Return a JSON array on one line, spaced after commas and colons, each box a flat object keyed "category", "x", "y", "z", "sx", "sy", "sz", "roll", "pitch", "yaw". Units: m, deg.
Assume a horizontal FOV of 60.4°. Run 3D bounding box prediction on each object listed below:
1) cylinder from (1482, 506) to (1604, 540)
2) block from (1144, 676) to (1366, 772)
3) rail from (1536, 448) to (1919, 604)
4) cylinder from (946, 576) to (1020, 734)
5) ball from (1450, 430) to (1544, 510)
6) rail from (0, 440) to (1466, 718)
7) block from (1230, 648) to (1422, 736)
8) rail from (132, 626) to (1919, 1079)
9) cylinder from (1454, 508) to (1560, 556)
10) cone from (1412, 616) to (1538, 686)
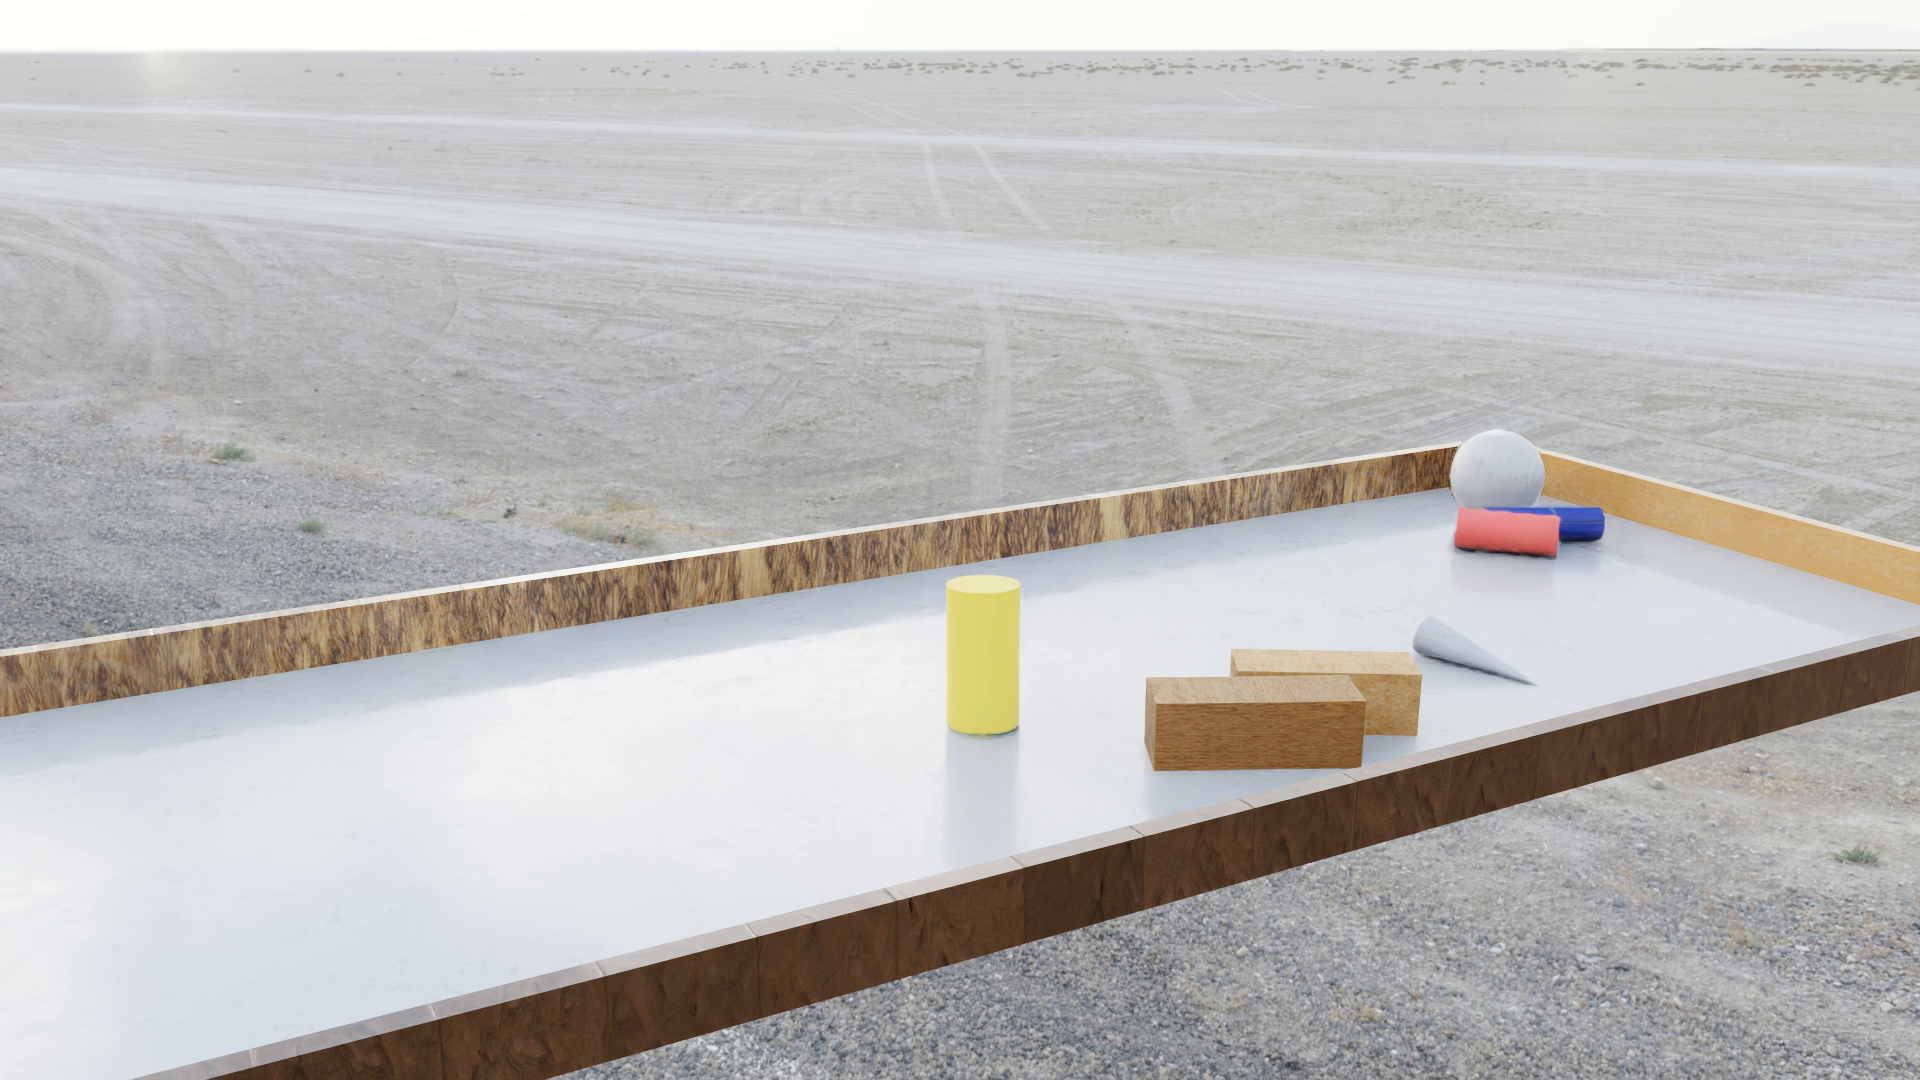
[{"category": "cylinder", "x": 1.883, "y": -0.053, "z": 5.342, "sx": 0.370, "sy": 0.109, "sz": 0.109, "roll": 0, "pitch": 16, "yaw": 0}, {"category": "block", "x": 0.654, "y": 0.407, "z": 3.687, "sx": 0.459, "sy": 0.159, "sz": 0.159, "roll": -1, "pitch": 16, "yaw": -2}, {"category": "rail", "x": 2.466, "y": -0.048, "z": 5.253, "sx": 0.050, "sy": 0.150, "sz": 2.100, "roll": -9, "pitch": 18, "yaw": -27}, {"category": "cylinder", "x": 0.053, "y": 0.266, "z": 3.839, "sx": 0.171, "sy": 0.335, "sz": 0.171, "roll": 0, "pitch": 13, "yaw": 0}, {"category": "ball", "x": 1.810, "y": -0.218, "z": 5.557, "sx": 0.305, "sy": 0.305, "sz": 0.305, "roll": 0, "pitch": 16, "yaw": 0}, {"category": "rail", "x": -3.305, "y": 0.497, "z": 3.399, "sx": 12.000, "sy": 0.150, "sz": 0.050, "roll": -9, "pitch": 18, "yaw": -27}, {"category": "block", "x": 0.852, "y": 0.356, "z": 3.876, "sx": 0.419, "sy": 0.151, "sz": 0.151, "roll": 1, "pitch": 16, "yaw": 3}, {"category": "rail", "x": -2.336, "y": 1.006, "z": 1.665, "sx": 12.000, "sy": 0.150, "sz": 0.050, "roll": -9, "pitch": 18, "yaw": -27}, {"category": "cylinder", "x": 1.728, "y": -0.024, "z": 5.210, "sx": 0.304, "sy": 0.127, "sz": 0.127, "roll": 6, "pitch": 17, "yaw": 19}, {"category": "cone", "x": 1.333, "y": 0.307, "z": 4.220, "sx": 0.103, "sy": 0.103, "sz": 0.339, "roll": -15, "pitch": 31, "yaw": -41}]
